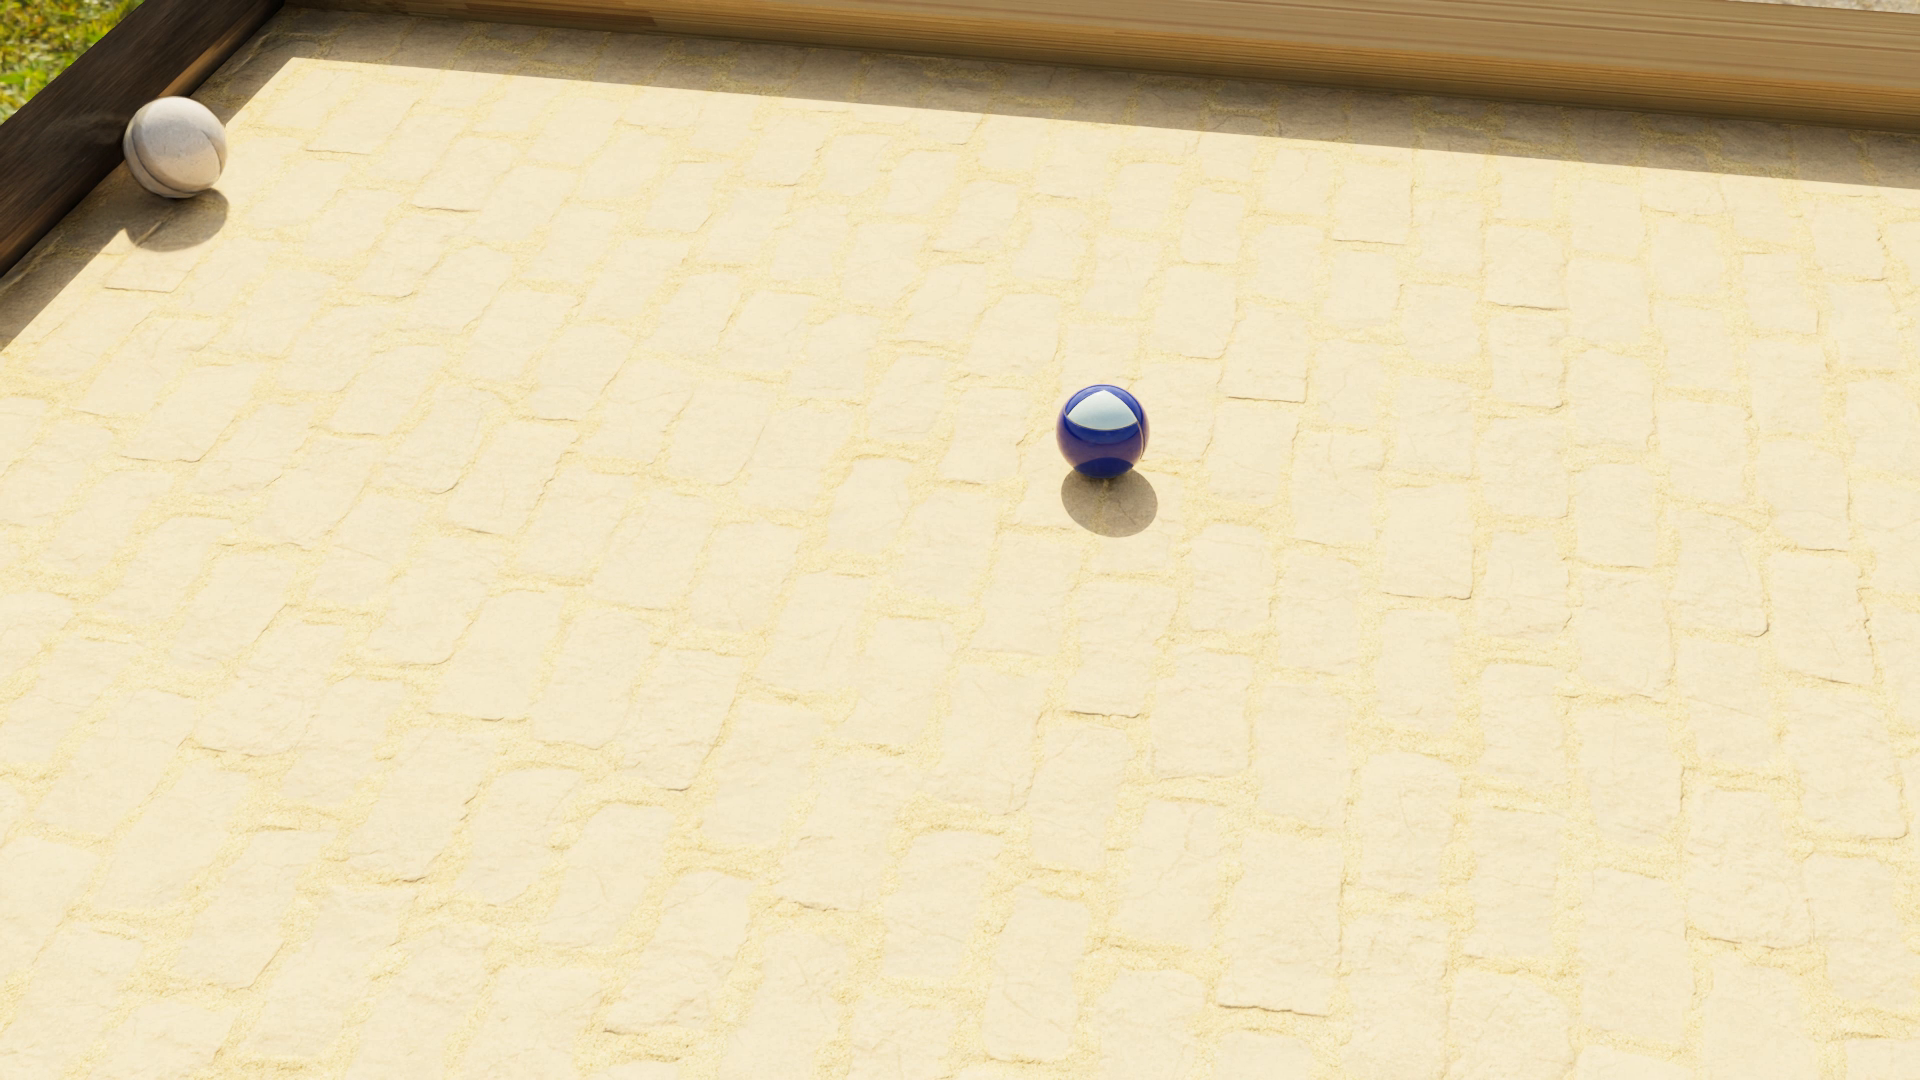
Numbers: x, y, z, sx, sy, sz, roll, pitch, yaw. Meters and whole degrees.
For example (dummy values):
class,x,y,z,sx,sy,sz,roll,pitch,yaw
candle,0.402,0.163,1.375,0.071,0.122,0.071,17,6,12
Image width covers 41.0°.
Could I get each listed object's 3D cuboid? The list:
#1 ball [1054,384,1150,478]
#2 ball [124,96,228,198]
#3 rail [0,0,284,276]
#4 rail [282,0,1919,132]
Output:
class,x,y,z,sx,sy,sz,roll,pitch,yaw
ball,0.112,-0.085,2.010,0.075,0.075,0.075,0,34,0
ball,-0.735,-0.368,2.405,0.094,0.094,0.094,0,34,0
rail,-0.894,-0.113,2.006,0.045,0.123,1.876,6,35,9
rail,1.089,-0.425,2.463,3.736,0.123,0.045,6,35,9
